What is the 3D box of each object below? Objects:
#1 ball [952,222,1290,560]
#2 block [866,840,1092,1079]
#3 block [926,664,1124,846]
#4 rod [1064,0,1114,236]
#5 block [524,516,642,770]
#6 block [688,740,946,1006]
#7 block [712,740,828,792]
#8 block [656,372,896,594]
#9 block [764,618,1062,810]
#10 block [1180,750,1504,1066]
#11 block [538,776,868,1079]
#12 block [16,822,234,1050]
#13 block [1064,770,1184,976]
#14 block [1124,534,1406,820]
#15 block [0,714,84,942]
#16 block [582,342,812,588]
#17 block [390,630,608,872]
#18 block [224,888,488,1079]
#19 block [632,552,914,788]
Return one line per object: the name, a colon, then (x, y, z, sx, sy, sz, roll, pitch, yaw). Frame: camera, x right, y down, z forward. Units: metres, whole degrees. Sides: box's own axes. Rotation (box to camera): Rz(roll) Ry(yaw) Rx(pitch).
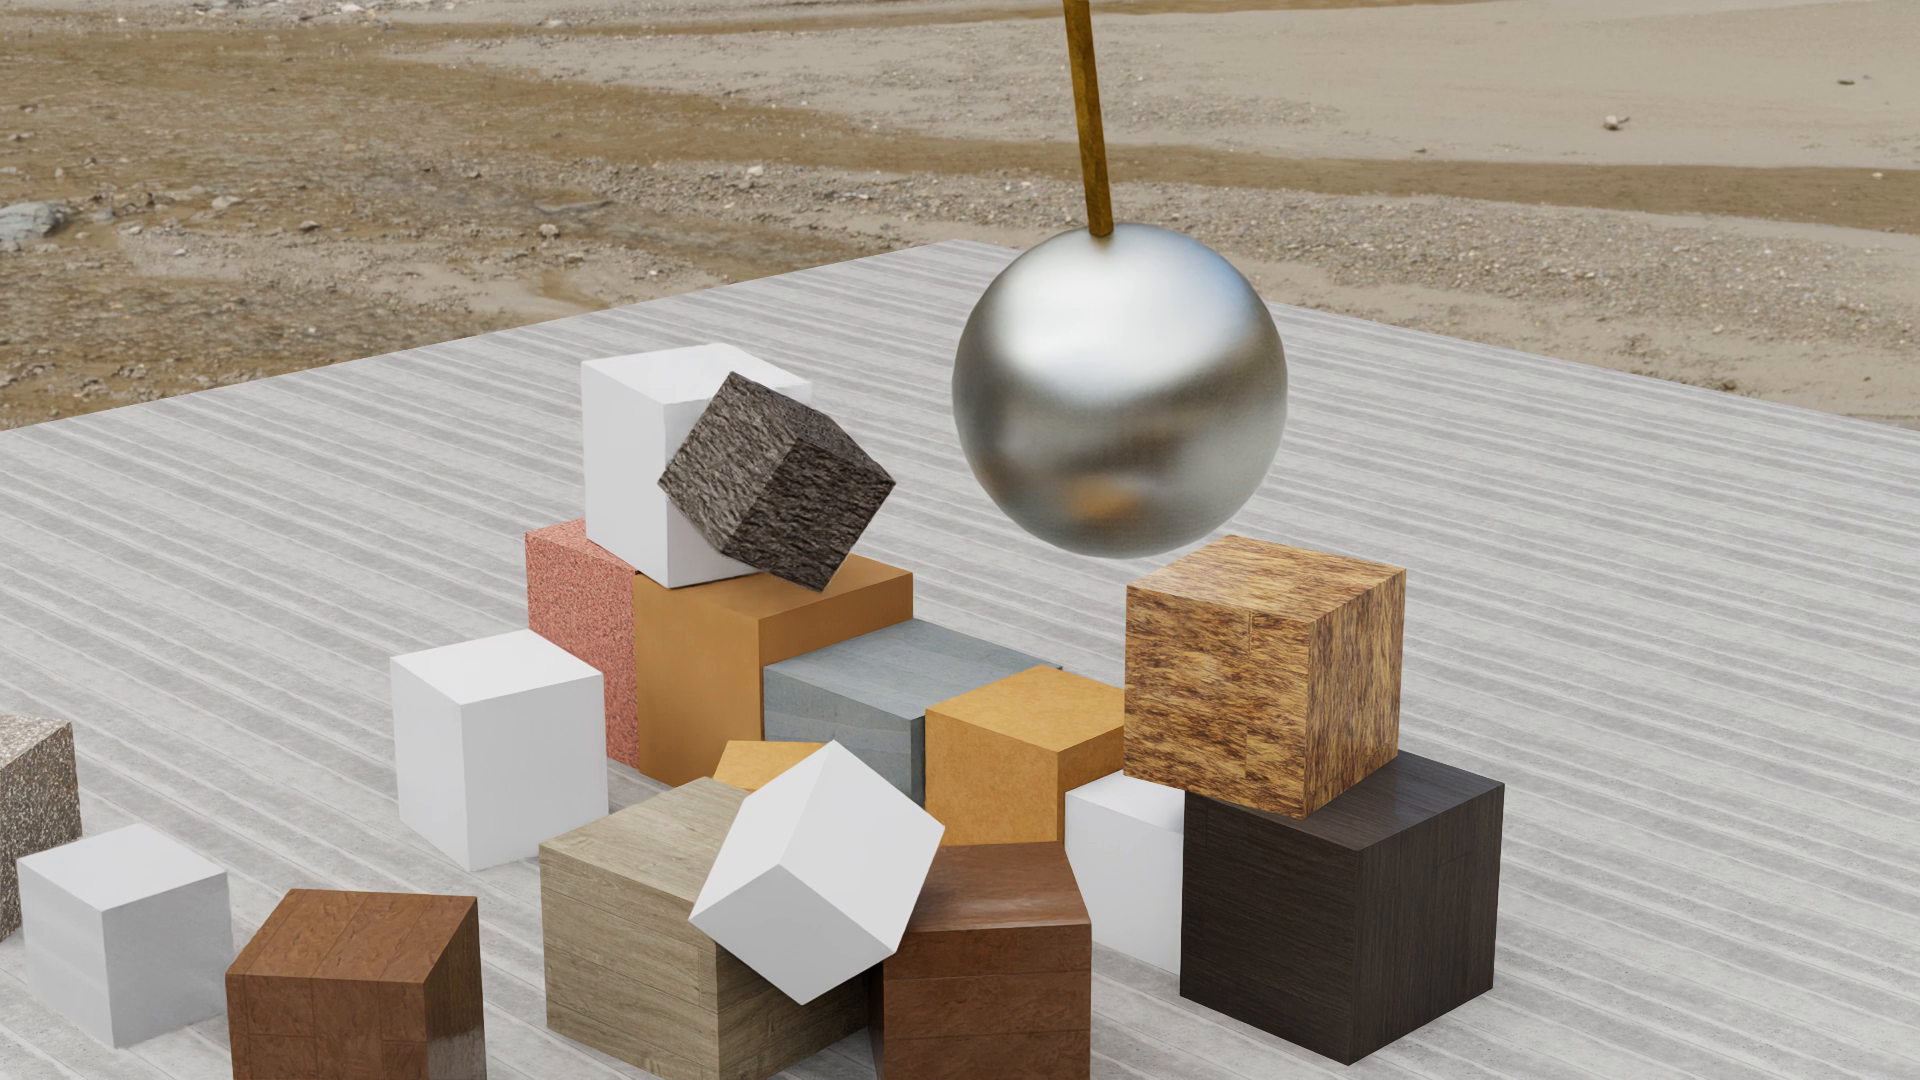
ball: (0.758, -0.706, 13.914, 1.600, 1.600, 1.600, 0, 17, 0)
block: (0.061, 1.723, 11.553, 0.794, 0.786, 0.794, -2, 18, -6)
block: (0.400, 1.150, 13.271, 0.786, 0.847, 0.788, 16, 23, 40)
rod: (0.328, -3.769, 12.501, 0.080, 5.200, 0.080, 17, 34, 42)
block: (-1.570, 0.459, 15.125, 0.949, 1.055, 0.889, -17, 24, -42)
block: (-0.540, 1.266, 11.134, 0.605, 0.568, 0.631, -35, 22, 42)
block: (-0.830, 1.286, 13.301, 0.516, 0.571, 0.573, 1, 17, 4)
block: (-0.859, -0.268, 13.707, 0.678, 0.644, 0.634, 24, 15, -46)
block: (-0.221, 0.976, 13.906, 0.991, 0.800, 1.001, 17, 24, 42)
block: (1.581, 1.454, 12.169, 0.986, 0.928, 0.886, -17, 24, -42)
block: (-1.008, 1.594, 11.908, 0.988, 0.817, 0.940, 14, 22, 38)
block: (-3.446, 1.629, 12.140, 0.566, 0.613, 0.710, -16, 24, -41)
block: (0.981, 1.411, 12.776, 0.791, 0.646, 0.694, 16, 24, 42)
block: (1.260, 0.546, 12.128, 0.837, 0.829, 0.844, 12, 21, 33)
block: (-4.450, 1.270, 13.044, 0.714, 0.756, 0.815, 4, 18, 13)
block: (-1.305, -0.388, 14.529, 0.797, 0.917, 0.920, -10, 21, -30)
block: (-2.174, 0.981, 13.849, 0.725, 0.825, 0.768, -12, 21, -33)
block: (-2.265, 1.858, 11.090, 0.738, 0.805, 0.756, 2, 18, 6)
block: (-0.915, 0.661, 14.514, 1.010, 1.035, 0.928, -17, 24, -42)
